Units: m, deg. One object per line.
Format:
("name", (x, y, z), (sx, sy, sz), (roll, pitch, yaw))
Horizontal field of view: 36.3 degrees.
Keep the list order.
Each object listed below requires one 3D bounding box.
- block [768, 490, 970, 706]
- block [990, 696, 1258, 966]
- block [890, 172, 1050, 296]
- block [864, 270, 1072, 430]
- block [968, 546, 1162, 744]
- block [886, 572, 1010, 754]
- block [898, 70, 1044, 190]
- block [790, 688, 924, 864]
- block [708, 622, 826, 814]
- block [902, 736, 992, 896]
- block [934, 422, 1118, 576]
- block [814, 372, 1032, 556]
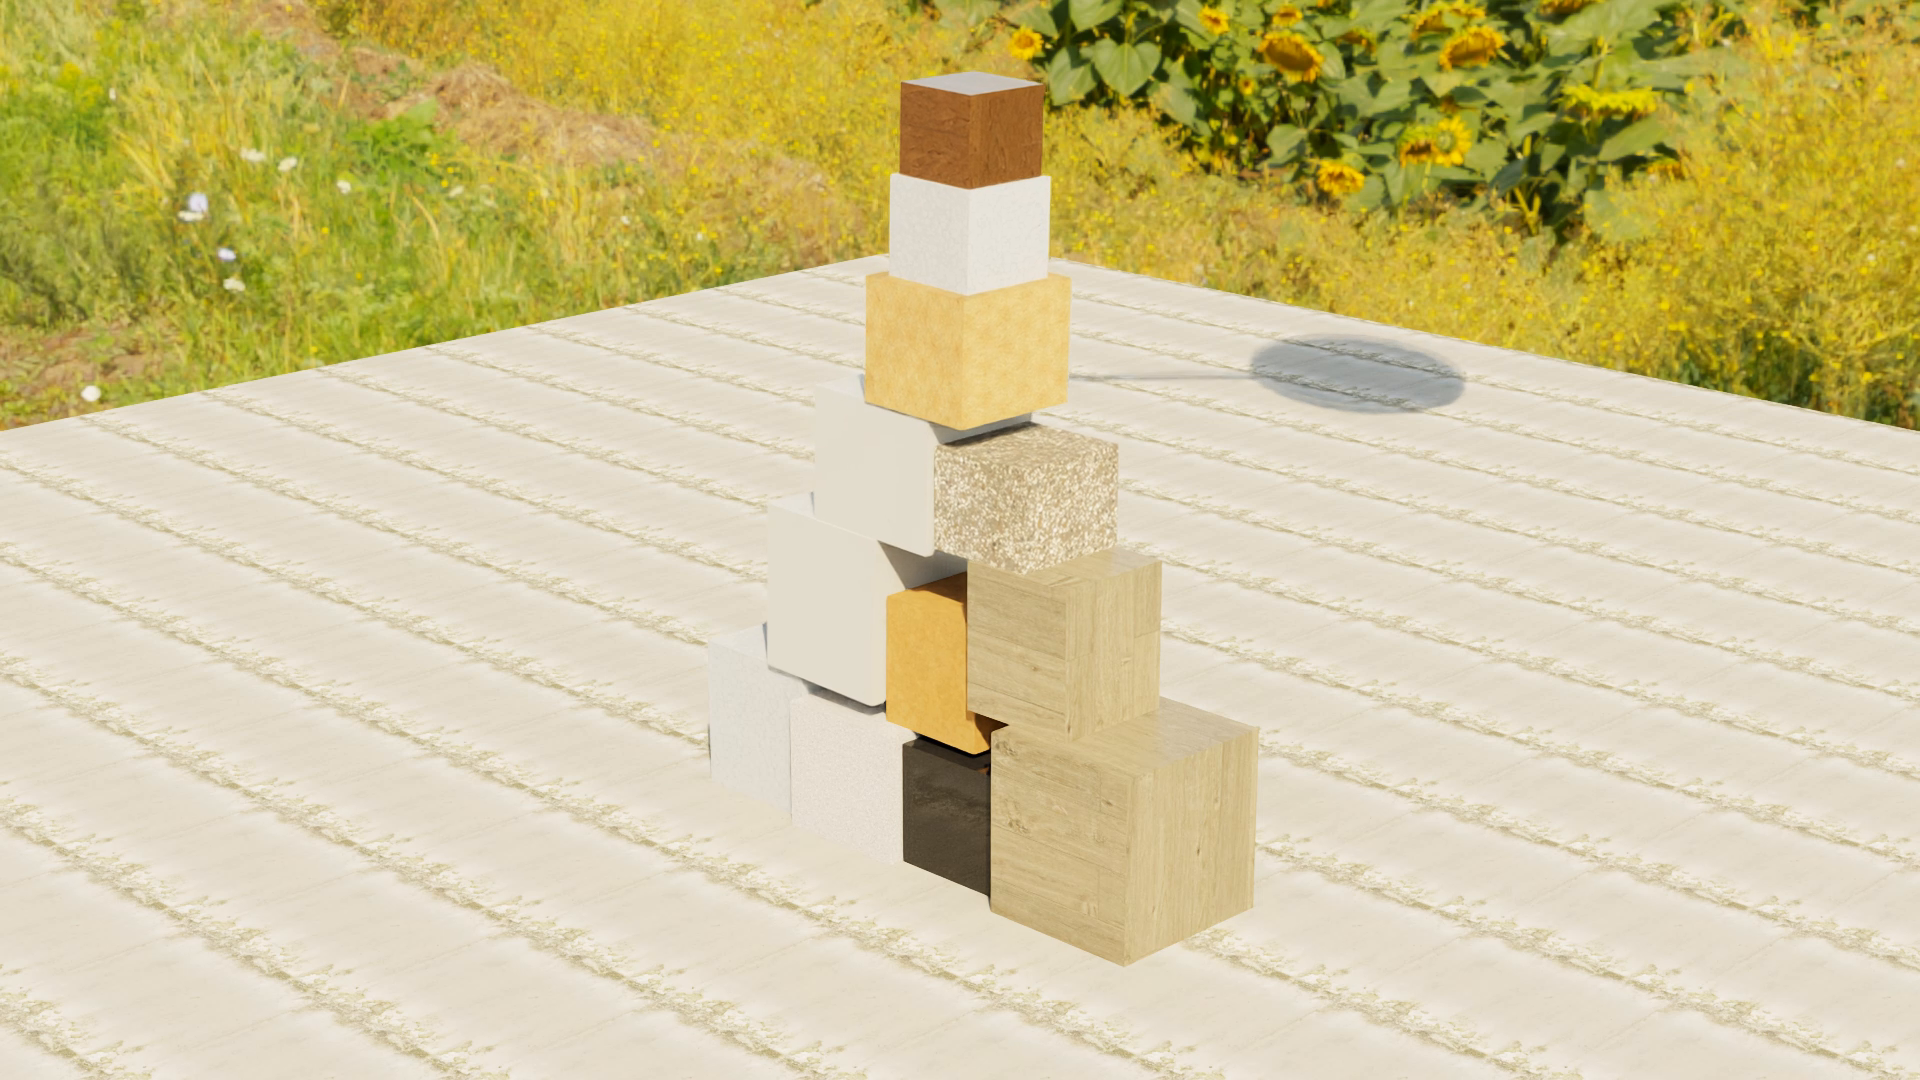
("block", (-0.420, 0.227, 13.833), (0.658, 0.806, 0.725), (-17, 26, -42))
("block", (0.724, 1.241, 12.964), (0.862, 0.858, 0.798), (-17, 24, -42))
("block", (0.042, -1.376, 12.854), (0.503, 0.452, 0.486), (-17, 26, -42))
("block", (0.033, -0.890, 13.020), (0.670, 0.575, 0.611), (-17, 26, -42))
("block", (0.461, 0.423, 12.980), (0.617, 0.694, 0.592), (-17, 24, -42))
("block", (0.052, 0.554, 13.464), (0.528, 0.610, 0.574), (-17, 25, -42))
("block", (0.049, -1.782, 12.718), (0.453, 0.404, 0.427), (-17, 26, -42))
("block", (-0.280, 1.047, 13.961), (0.798, 0.632, 0.677), (-17, 24, -42))
("block", (-0.773, 0.850, 14.409), (0.614, 0.738, 0.687), (-17, 24, -42))
("block", (0.205, 1.212, 13.512), (0.659, 0.585, 0.666), (-17, 24, -42))
("block", (0.293, -0.193, 12.991), (0.601, 0.473, 0.550), (-17, 24, -42))
("block", (-0.172, -0.385, 13.406), (0.659, 0.638, 0.738), (-17, 26, -42))
